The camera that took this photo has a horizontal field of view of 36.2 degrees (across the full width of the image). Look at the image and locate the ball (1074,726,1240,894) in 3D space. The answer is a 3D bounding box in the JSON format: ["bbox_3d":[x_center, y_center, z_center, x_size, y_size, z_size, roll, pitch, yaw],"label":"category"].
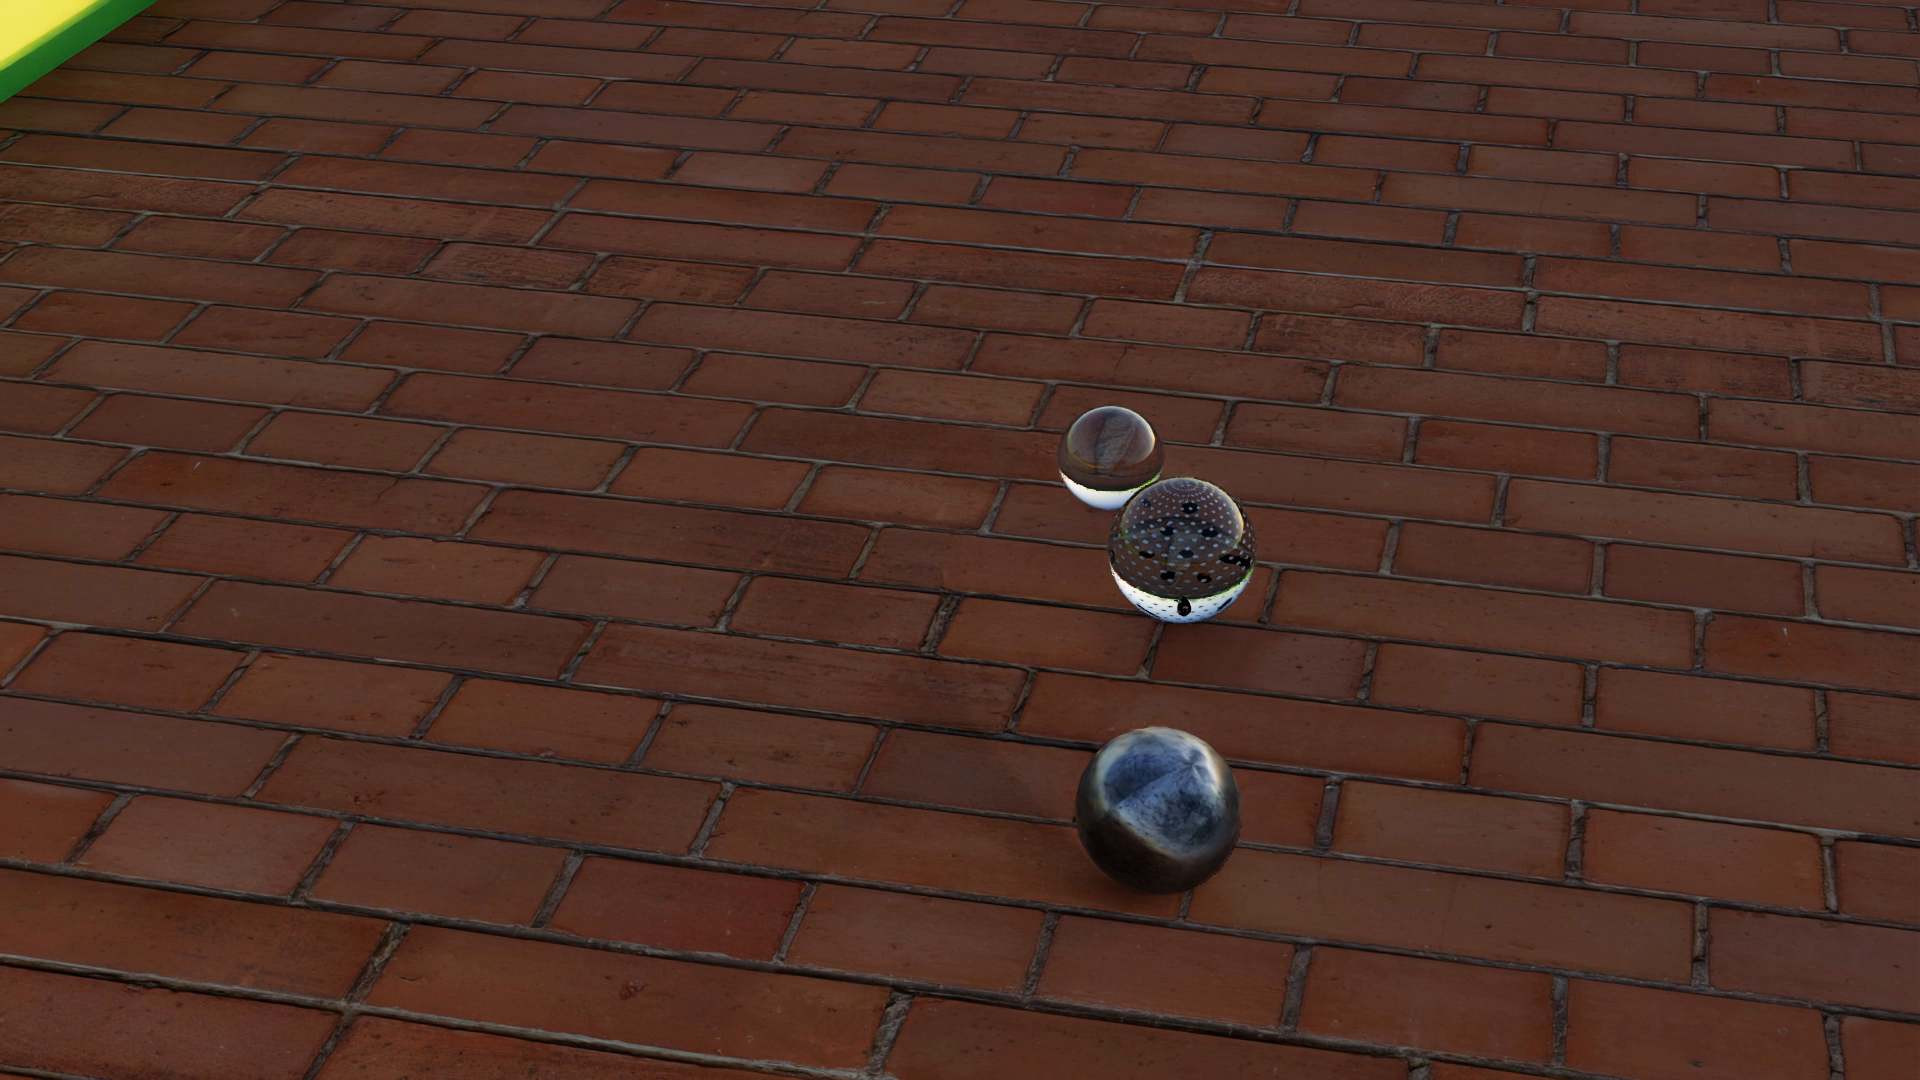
[{"bbox_3d":[0.099,0.135,1.471,0.083,0.083,0.083,0,28,0],"label":"ball"}]

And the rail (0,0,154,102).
[{"bbox_3d":[-0.764,-0.505,2.650,0.045,0.112,3.378,6,28,11],"label":"rail"}]

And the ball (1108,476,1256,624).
[{"bbox_3d":[0.129,0.006,1.713,0.086,0.086,0.086,0,28,0],"label":"ball"}]

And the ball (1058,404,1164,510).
[{"bbox_3d":[0.095,-0.051,1.842,0.066,0.066,0.066,0,28,0],"label":"ball"}]
